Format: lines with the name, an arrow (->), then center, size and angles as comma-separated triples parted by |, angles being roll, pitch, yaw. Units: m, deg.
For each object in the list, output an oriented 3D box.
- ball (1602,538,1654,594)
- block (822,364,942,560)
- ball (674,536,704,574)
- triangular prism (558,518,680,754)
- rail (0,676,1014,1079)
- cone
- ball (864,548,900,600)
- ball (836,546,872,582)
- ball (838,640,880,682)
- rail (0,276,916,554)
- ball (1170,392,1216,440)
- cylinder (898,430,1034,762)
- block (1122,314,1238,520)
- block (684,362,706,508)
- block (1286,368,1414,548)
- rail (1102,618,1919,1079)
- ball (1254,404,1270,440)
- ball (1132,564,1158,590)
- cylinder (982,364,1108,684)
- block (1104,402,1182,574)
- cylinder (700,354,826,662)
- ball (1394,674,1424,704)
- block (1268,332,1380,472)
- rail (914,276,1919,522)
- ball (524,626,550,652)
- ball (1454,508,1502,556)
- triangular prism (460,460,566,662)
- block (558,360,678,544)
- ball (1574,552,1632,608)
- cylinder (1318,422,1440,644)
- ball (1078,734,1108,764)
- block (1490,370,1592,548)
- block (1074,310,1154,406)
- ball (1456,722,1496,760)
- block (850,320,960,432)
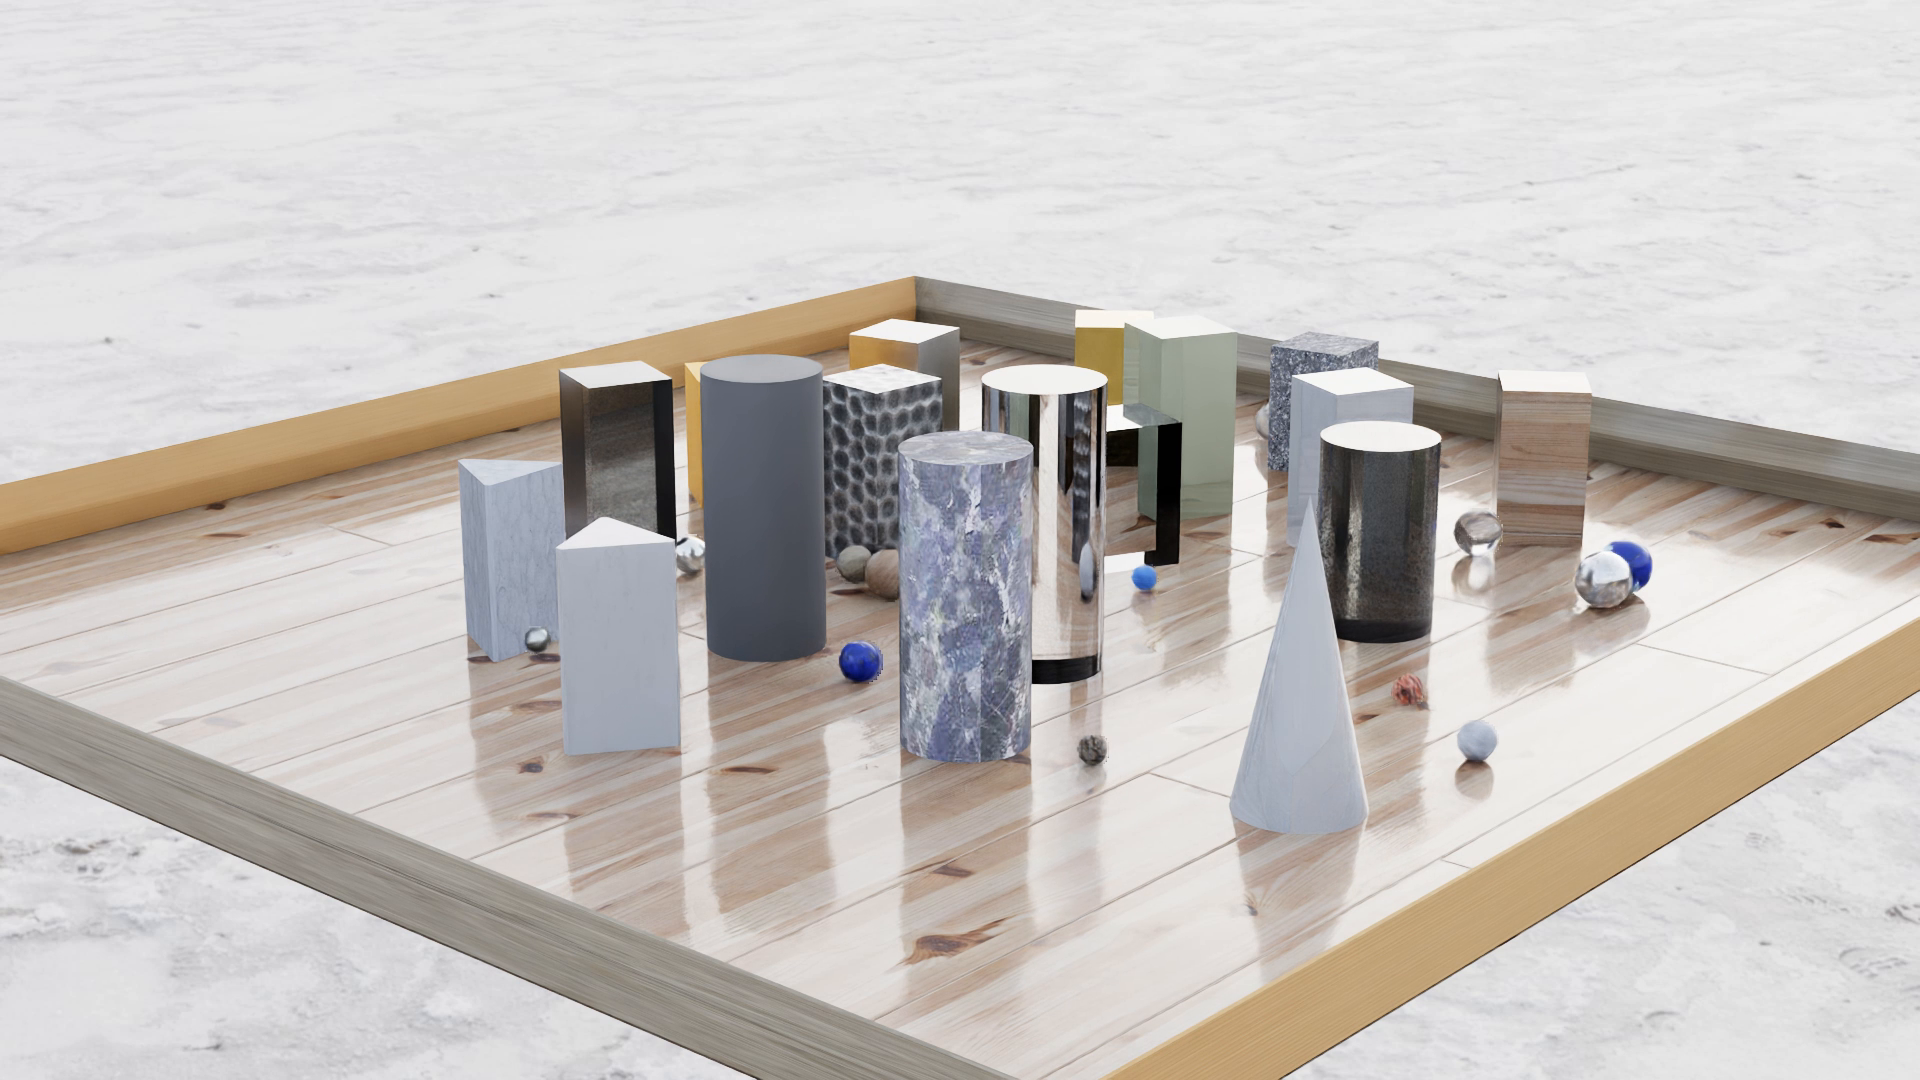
ball -> 1.165, 0.046, 5.136 | 0.097, 0.097, 0.097 | 0, 17, 0
block -> -0.145, -0.132, 5.318 | 0.160, 0.332, 0.160 | -15, 23, -41
ball -> -0.483, 0.026, 5.254 | 0.067, 0.067, 0.067 | 0, 17, 0
triangular prism -> -0.524, 0.140, 4.432 | 0.173, 0.322, 0.150 | -4, 17, -13
rail -> -0.991, 0.362, 4.026 | 2.961, 0.130, 0.045 | 14, 22, 39
cone -> 0.484, 0.159, 4.120 | 0.199, 0.465, 0.199 | 0, 17, 0
ball -> -0.122, 0.059, 5.106 | 0.089, 0.089, 0.089 | 0, 17, 0
ball -> -0.185, 0.042, 5.200 | 0.067, 0.067, 0.067 | 0, 17, 0
ball -> -0.160, 0.194, 4.695 | 0.067, 0.067, 0.067 | 0, 17, 0
rail -> -1.100, -0.243, 6.034 | 0.045, 0.130, 3.072 | 14, 22, 39
ball -> 0.489, -0.260, 6.151 | 0.098, 0.098, 0.098 | 0, 17, 0
cylinder -> 0.009, 0.083, 4.385 | 0.199, 0.458, 0.199 | 0, 17, 0
block -> 0.418, -0.234, 5.613 | 0.160, 0.357, 0.160 | -7, 18, -22
block -> -0.441, -0.209, 5.714 | 0.160, 0.251, 0.160 | -4, 17, -14
block -> 0.710, -0.135, 5.350 | 0.160, 0.319, 0.160 | -7, 18, -23
rail -> 1.100, 0.308, 4.205 | 0.045, 0.130, 3.072 | 14, 22, 39
ball -> 0.657, -0.246, 6.133 | 0.080, 0.080, 0.080 | 0, 17, 0
ball -> 0.325, 0.066, 5.158 | 0.045, 0.045, 0.045 | 0, 17, 0
cylinder -> 0.134, -0.026, 4.714 | 0.199, 0.478, 0.199 | 0, 17, 0
block -> 0.292, -0.095, 5.316 | 0.160, 0.263, 0.160 | -7, 18, -23
cylinder -> -0.322, -0.054, 4.819 | 0.199, 0.469, 0.199 | 0, 17, 0
ball -> 0.703, 0.234, 4.597 | 0.047, 0.047, 0.047 | 0, 17, 0
block -> 0.733, -0.273, 5.919 | 0.160, 0.255, 0.160 | 11, 20, 33
rail -> 0.991, -0.297, 6.213 | 2.961, 0.130, 0.045 | 14, 22, 39
ball -> -0.696, 0.164, 4.829 | 0.043, 0.043, 0.043 | 0, 17, 0
ball -> 0.945, -0.014, 5.355 | 0.086, 0.086, 0.086 | 0, 17, 0
triangular prism -> -0.768, 0.023, 4.861 | 0.150, 0.300, 0.173 | 12, 21, 35
block -> -0.627, -0.146, 5.378 | 0.160, 0.325, 0.160 | -8, 19, -26
ball -> 1.111, 0.068, 5.059 | 0.098, 0.098, 0.098 | 0, 17, 0
cylinder -> 0.701, -0.015, 4.931 | 0.199, 0.331, 0.199 | 0, 17, 0
ball -> 0.197, 0.311, 4.347 | 0.044, 0.044, 0.044 | 0, 17, 0
block -> 1.078, -0.152, 5.450 | 0.160, 0.294, 0.160 | 2, 17, 7
block -> 0.317, -0.322, 6.048 | 0.160, 0.275, 0.160 | 1, 17, 3
ball -> 0.768, 0.299, 4.361 | 0.059, 0.059, 0.059 | 0, 17, 0
block -> -0.110, -0.273, 5.851 | 0.160, 0.295, 0.160 | 10, 19, 29
